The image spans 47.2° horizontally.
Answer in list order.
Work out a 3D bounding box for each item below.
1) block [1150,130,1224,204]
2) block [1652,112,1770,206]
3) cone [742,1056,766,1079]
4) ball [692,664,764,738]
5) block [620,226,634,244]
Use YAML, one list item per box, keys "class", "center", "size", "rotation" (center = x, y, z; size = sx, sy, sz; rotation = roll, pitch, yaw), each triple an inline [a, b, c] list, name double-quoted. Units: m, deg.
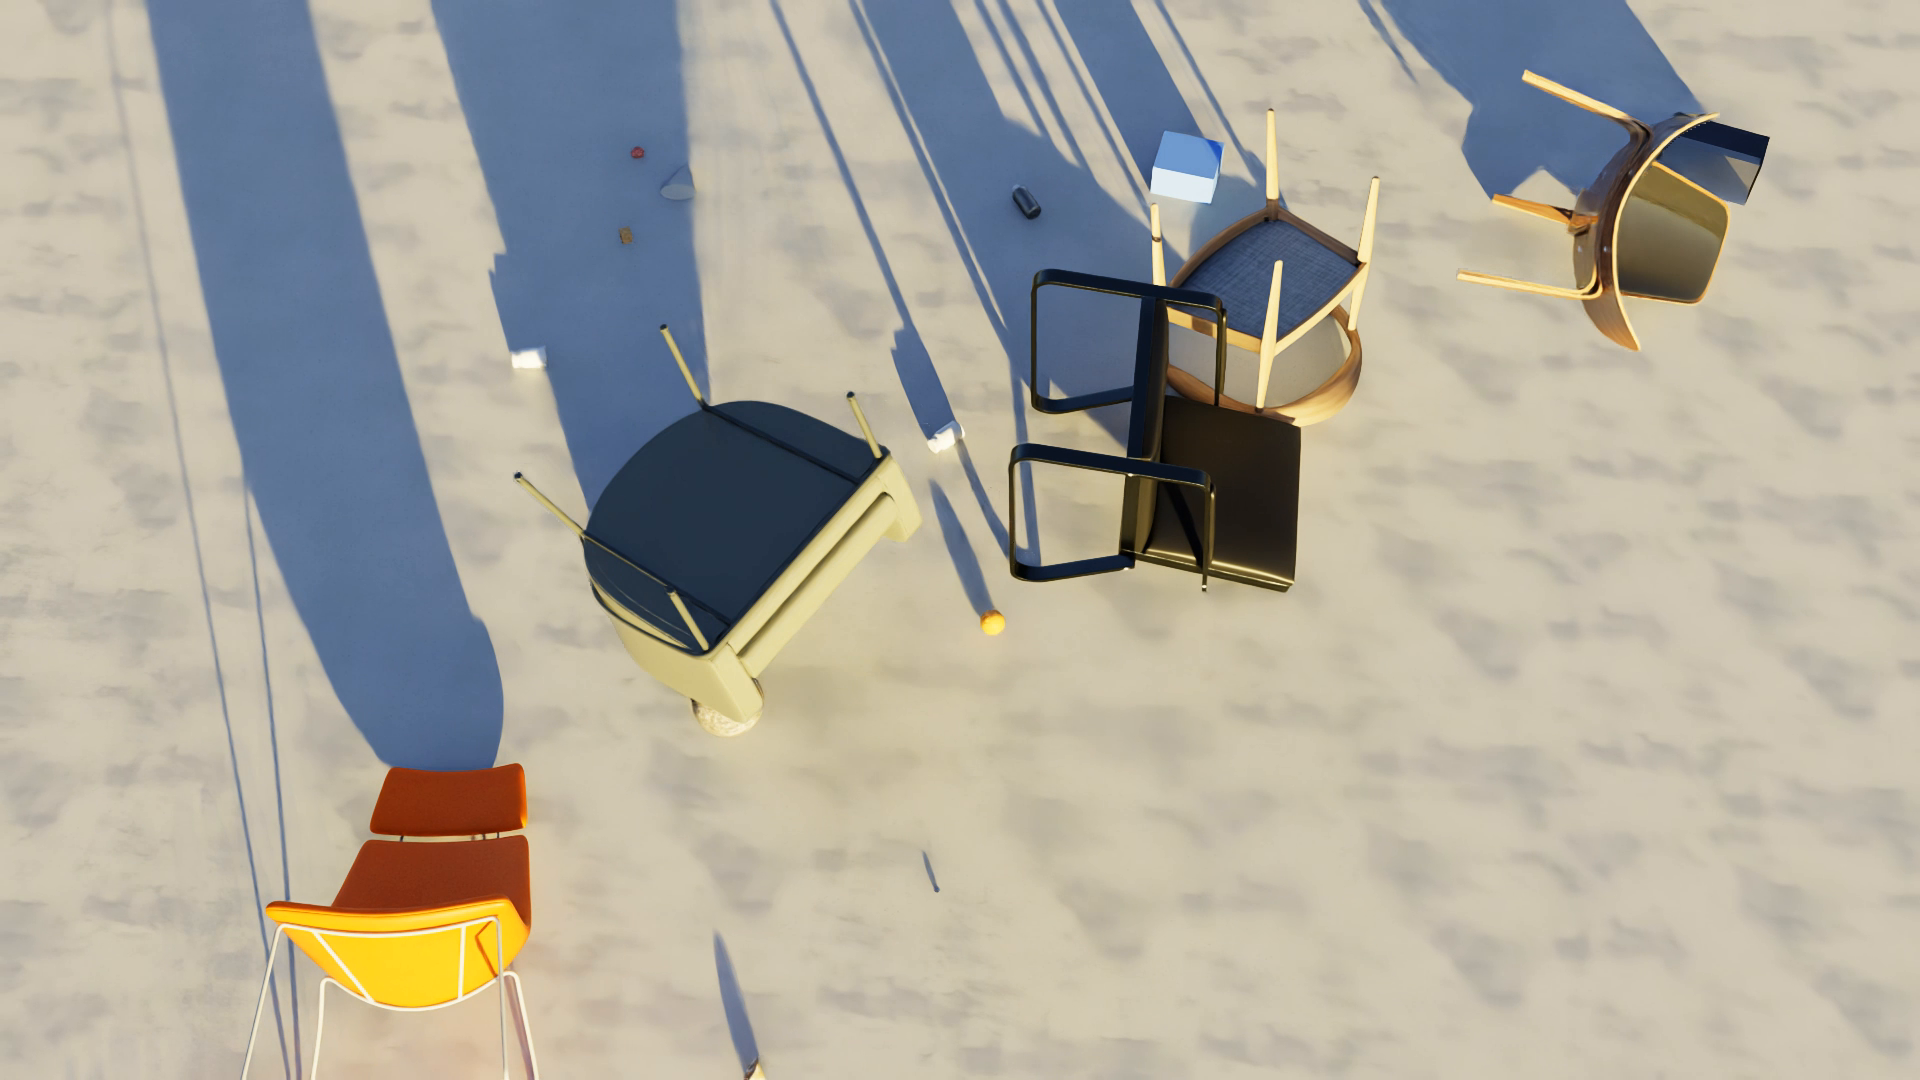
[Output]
- class: "block"
  center: [0.759, -1.241, 7.333]
  size: [0.205, 0.123, 0.173]
  rotation: [13, 57, 9]
- class: "block"
  center: [2.495, -1.267, 7.310]
  size: [0.310, 0.190, 0.140]
  rotation: [19, 58, 12]
- class: "cone"
  center: [-0.516, 1.370, 5.639]
  size: [0.048, 0.060, 0.075]
  rotation: [43, 50, -18]
- class: "ball"
  center: [-0.650, 0.451, 6.149]
  size: [0.203, 0.203, 0.203]
  rotation: [0, 56, 0]
- class: "block"
  center: [-1.097, -1.000, 7.221]
  size: [0.035, 0.040, 0.033]
  rotation: [-18, 58, -12]
